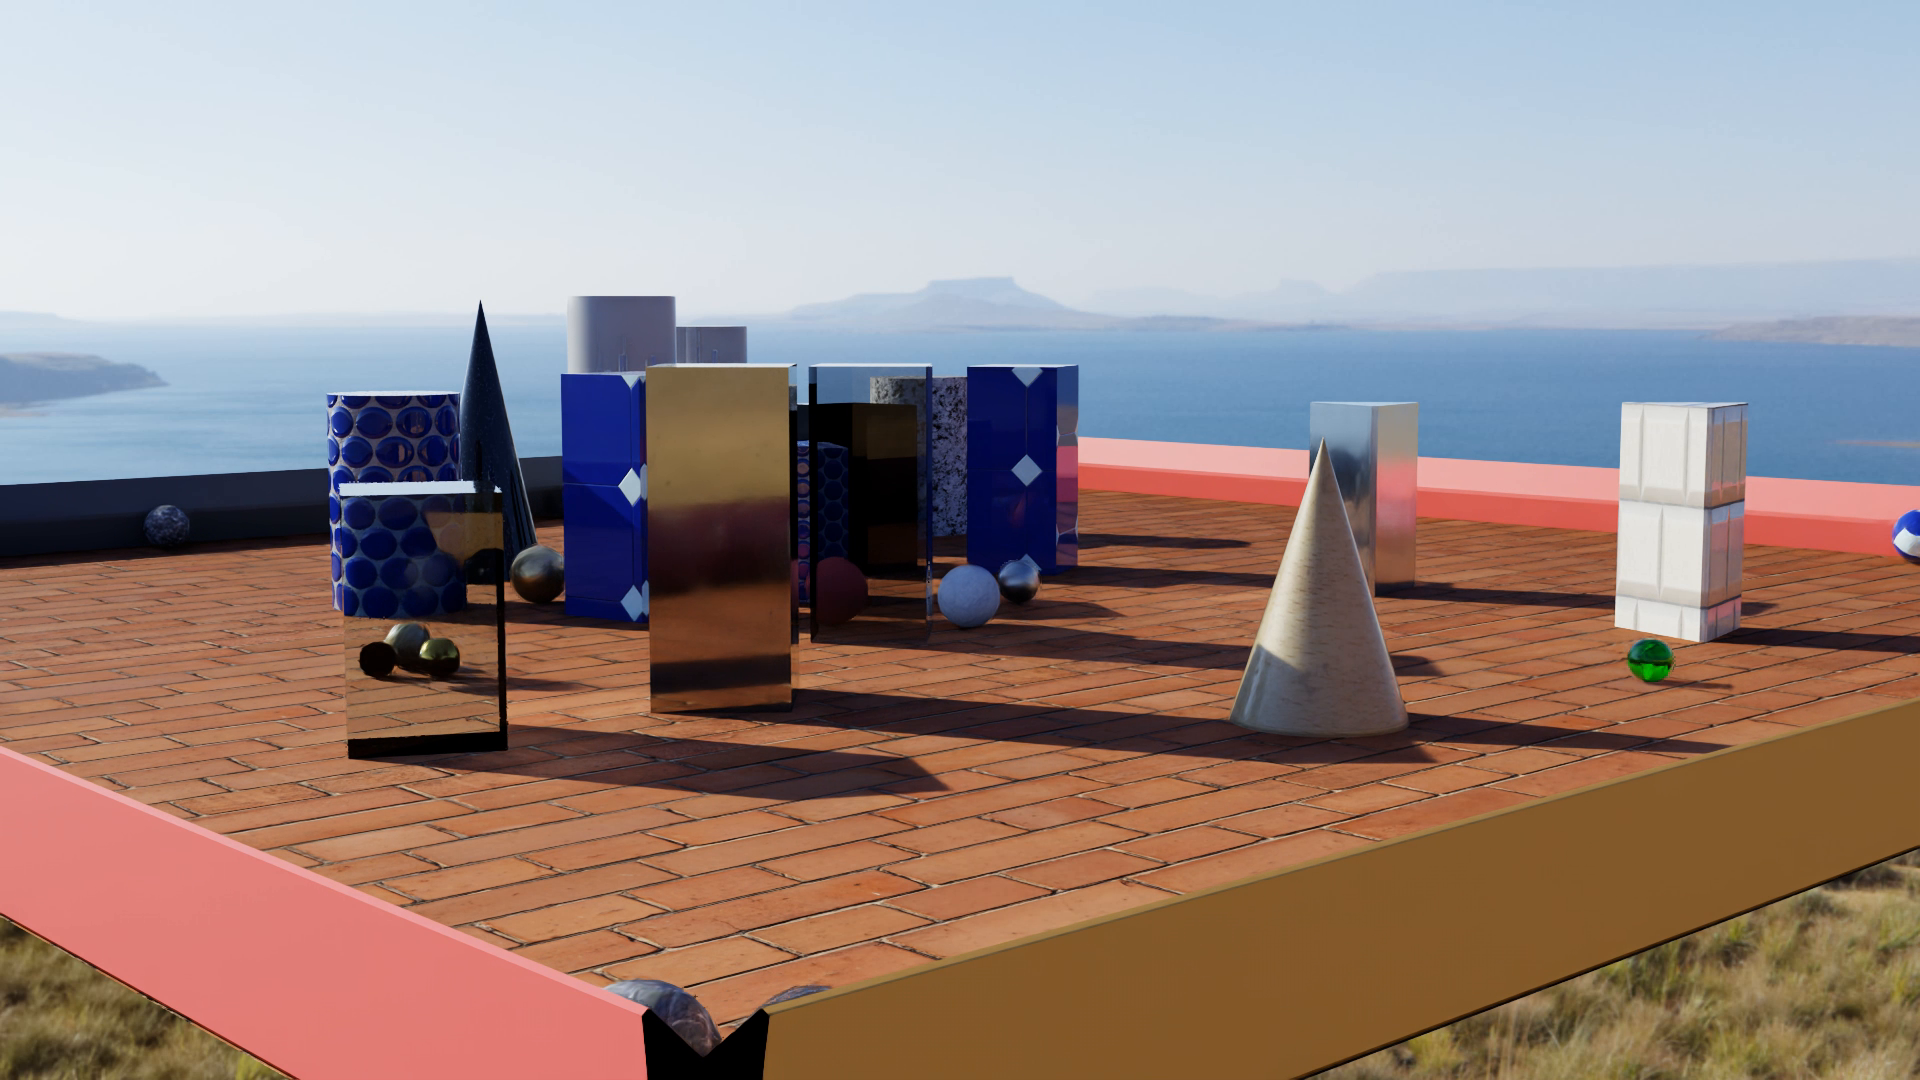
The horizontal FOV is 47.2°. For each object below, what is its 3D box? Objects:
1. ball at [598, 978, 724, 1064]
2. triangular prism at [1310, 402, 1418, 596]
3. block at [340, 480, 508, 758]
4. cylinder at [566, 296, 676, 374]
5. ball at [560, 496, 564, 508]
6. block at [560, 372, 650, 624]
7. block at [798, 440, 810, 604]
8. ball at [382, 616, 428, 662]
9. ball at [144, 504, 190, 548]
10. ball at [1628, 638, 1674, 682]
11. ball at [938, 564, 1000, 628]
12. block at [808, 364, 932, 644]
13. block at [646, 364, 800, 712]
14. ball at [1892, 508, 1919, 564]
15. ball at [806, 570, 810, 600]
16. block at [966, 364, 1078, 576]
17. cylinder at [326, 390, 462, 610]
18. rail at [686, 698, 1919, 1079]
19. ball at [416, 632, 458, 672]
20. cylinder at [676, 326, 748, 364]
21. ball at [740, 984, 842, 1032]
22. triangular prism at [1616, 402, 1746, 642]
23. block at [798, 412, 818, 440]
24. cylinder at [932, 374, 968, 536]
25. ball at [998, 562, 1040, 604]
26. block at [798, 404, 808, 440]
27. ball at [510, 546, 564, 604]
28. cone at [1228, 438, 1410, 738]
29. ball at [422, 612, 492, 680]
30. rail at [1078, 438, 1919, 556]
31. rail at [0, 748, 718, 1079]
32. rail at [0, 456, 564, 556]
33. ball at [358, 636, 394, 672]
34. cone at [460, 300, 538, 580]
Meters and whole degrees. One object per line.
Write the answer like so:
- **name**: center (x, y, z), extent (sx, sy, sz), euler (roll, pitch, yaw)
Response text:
- **ball**: center (-0.170, 0.279, 1.166), extent (0.091, 0.091, 0.091), euler (0, 6, 0)
- **triangular prism**: center (0.625, -0.070, 3.508), extent (0.146, 0.297, 0.169), euler (4, 7, 34)
- **block**: center (-0.555, 0.077, 2.268), extent (0.156, 0.263, 0.156), euler (-2, 6, -16)
- **cylinder**: center (-0.608, -0.204, 3.968), extent (0.195, 0.468, 0.195), euler (0, 6, 0)
- **ball**: center (-0.819, -0.087, 4.725), extent (0.076, 0.076, 0.076), euler (0, 6, 0)
- **block**: center (-0.470, -0.068, 3.221), extent (0.156, 0.352, 0.156), euler (4, 7, 36)
- **block**: center (-0.260, -0.030, 3.411), extent (0.156, 0.238, 0.156), euler (-2, 6, -15)
- **ball**: center (-0.702, 0.126, 2.788), extent (0.057, 0.057, 0.057), euler (0, 6, 0)
- **ball**: center (-1.481, -0.025, 4.111), extent (0.081, 0.081, 0.081), euler (0, 6, 0)
- **ball**: center (0.827, 0.144, 2.636), extent (0.053, 0.053, 0.053), euler (0, 6, 0)
- **ball**: center (0.013, 0.078, 3.091), extent (0.089, 0.089, 0.089), euler (0, 6, 0)
- **block**: center (-0.119, -0.054, 3.002), extent (0.156, 0.370, 0.156), euler (0, 6, 2)
- **block**: center (-0.266, -0.007, 2.494), extent (0.156, 0.382, 0.156), euler (0, 6, -1)
- **ball**: center (1.687, -0.006, 3.857), extent (0.097, 0.097, 0.097), euler (0, 6, 0)
- **ball**: center (-0.177, 0.066, 3.182), extent (0.094, 0.094, 0.094), euler (0, 6, 0)
- **block**: center (0.109, -0.124, 3.770), extent (0.156, 0.349, 0.156), euler (2, 6, 16)
- **cylinder**: center (-0.849, -0.061, 3.312), extent (0.195, 0.320, 0.195), euler (0, 6, 0)
- **rail**: center (1.110, 0.158, 2.136), extent (3.384, 0.126, 0.045), euler (-5, 8, -42)
- **ball**: center (-0.645, 0.137, 2.712), extent (0.050, 0.050, 0.050), euler (0, 6, 0)
- **cylinder**: center (-0.527, -0.227, 4.453), extent (0.195, 0.411, 0.195), euler (0, 6, 0)
- **ball**: center (-0.078, 0.281, 1.168), extent (0.087, 0.087, 0.087), euler (0, 6, 0)
- **triangular prism**: center (0.986, -0.031, 3.049), extent (0.146, 0.315, 0.169), euler (4, 7, 34)
- **block**: center (-0.361, -0.118, 4.217), extent (0.156, 0.245, 0.156), euler (-1, 6, -13)
- **cylinder**: center (-0.078, -0.172, 4.405), extent (0.195, 0.312, 0.195), euler (0, 6, 0)
- **ball**: center (0.089, 0.064, 3.346), extent (0.064, 0.064, 0.064), euler (0, 6, 0)
- **block**: center (-0.181, -0.095, 3.816), extent (0.156, 0.282, 0.156), euler (6, 8, 44)
- **ball**: center (-0.639, 0.052, 3.344), extent (0.088, 0.088, 0.088), euler (0, 6, 0)
- **cone**: center (0.390, 0.042, 2.376), extent (0.195, 0.309, 0.195), euler (0, 6, 0)
- **ball**: center (-0.606, 0.128, 2.647), extent (0.082, 0.082, 0.082), euler (0, 6, 0)
- **rail**: center (1.226, -0.085, 4.457), extent (0.045, 0.126, 3.320), euler (-5, 8, -42)
- **rail**: center (-1.226, 0.151, 2.207), extent (0.045, 0.126, 3.320), euler (-5, 8, -42)
- **rail**: center (-1.110, -0.092, 4.528), extent (3.384, 0.126, 0.045), euler (-5, 8, -42)
- **ball**: center (-0.721, 0.140, 2.716), extent (0.043, 0.043, 0.043), euler (0, 6, 0)
- **cone**: center (-0.800, -0.174, 3.692), extent (0.195, 0.464, 0.195), euler (0, 6, 0)
